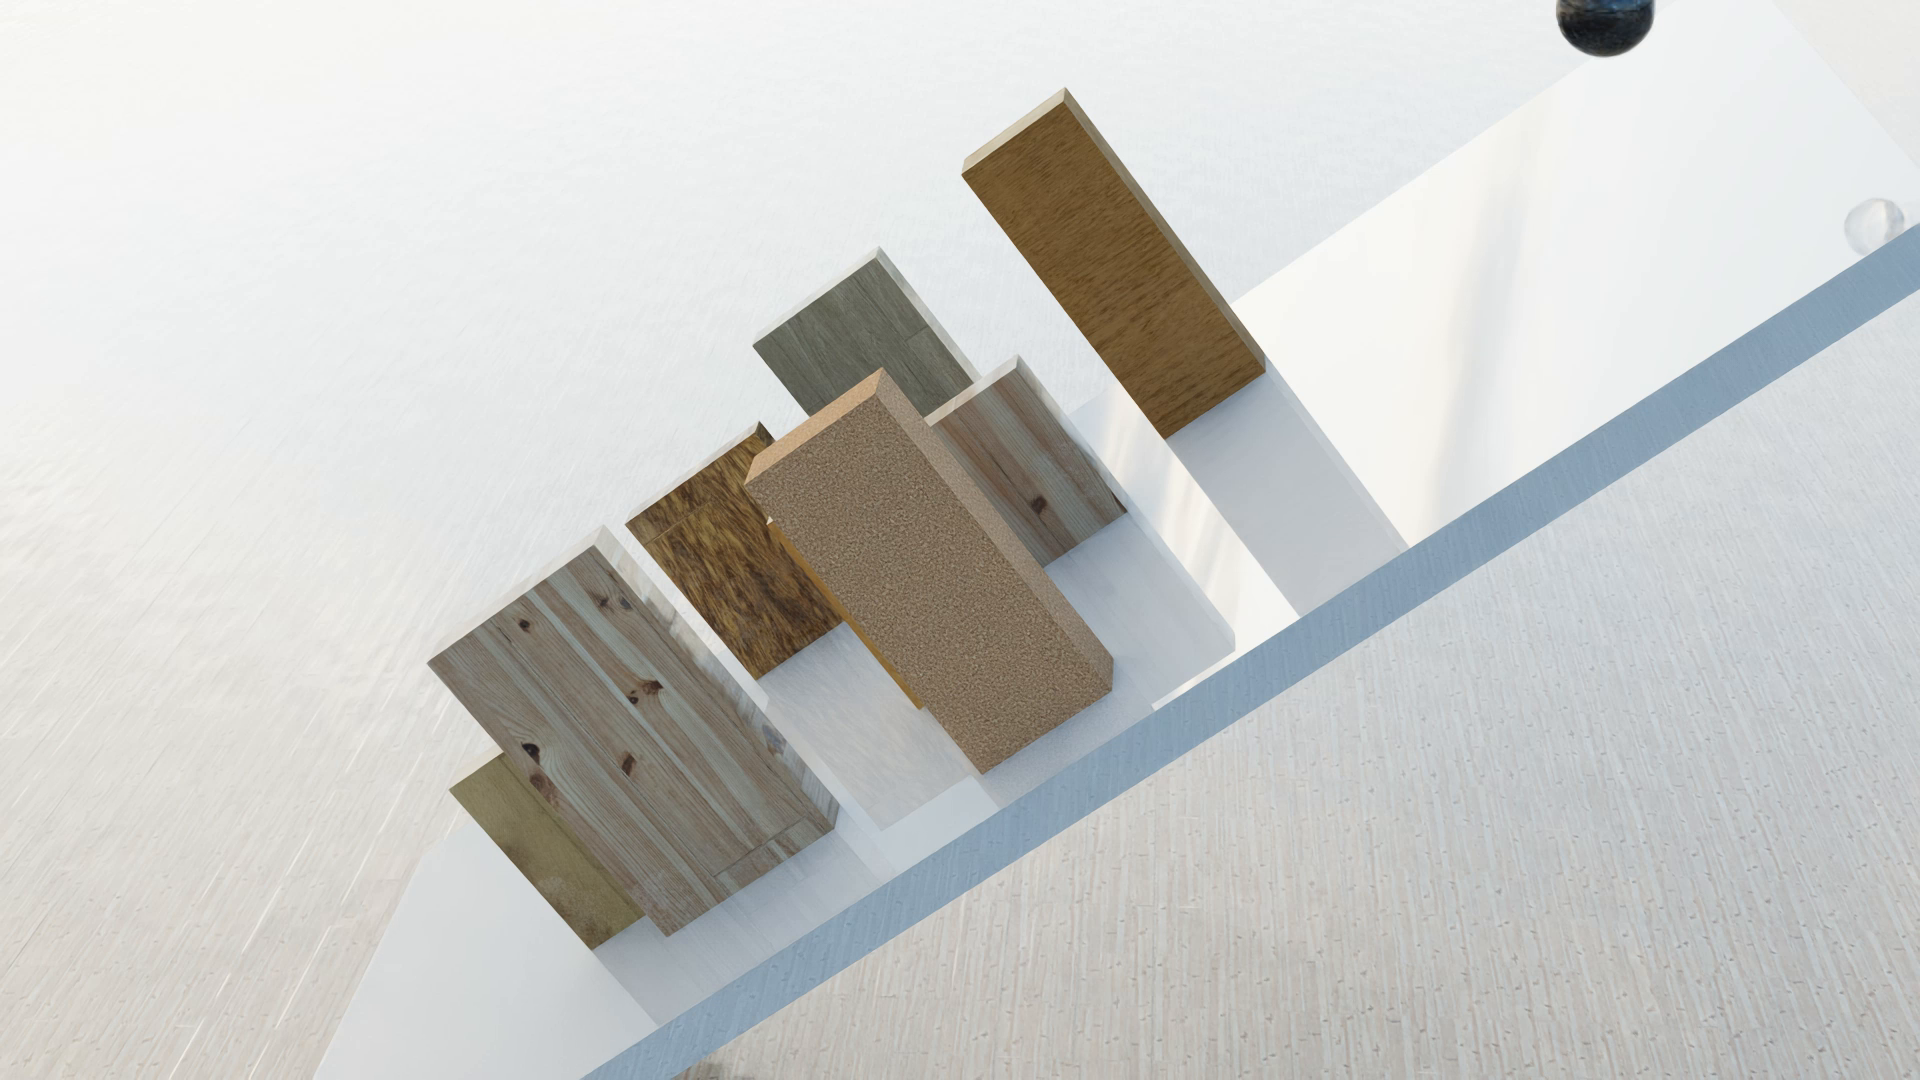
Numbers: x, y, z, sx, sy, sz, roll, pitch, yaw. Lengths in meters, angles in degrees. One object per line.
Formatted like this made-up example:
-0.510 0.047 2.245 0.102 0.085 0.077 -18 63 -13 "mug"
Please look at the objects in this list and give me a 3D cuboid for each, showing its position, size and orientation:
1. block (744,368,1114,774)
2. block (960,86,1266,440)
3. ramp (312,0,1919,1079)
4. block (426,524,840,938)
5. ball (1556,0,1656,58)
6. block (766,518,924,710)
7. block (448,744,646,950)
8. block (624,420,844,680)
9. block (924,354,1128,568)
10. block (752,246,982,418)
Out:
-0.051 0.063 5.505 0.305 0.726 0.147 -34 16 16 "block"
0.341 -0.603 6.454 0.275 0.750 0.133 -34 16 16 "block"
0.130 0.178 6.320 4.000 0.100 2.000 -34 16 16 "ramp"
-0.648 0.389 5.878 0.436 0.755 0.106 -34 16 16 "block"
1.192 -0.983 5.429 0.184 0.184 0.184 0 22 0 "ball"
-0.114 0.056 6.070 0.306 0.511 0.124 -34 16 16 "block"
-0.789 0.589 6.170 0.331 0.468 0.091 -34 16 16 "block"
-0.482 0.029 7.000 0.398 0.500 0.083 -34 16 16 "block"
0.117 -0.146 6.325 0.312 0.401 0.095 -34 16 16 "block"
-0.151 -0.340 7.042 0.373 0.634 0.095 -34 16 16 "block"
